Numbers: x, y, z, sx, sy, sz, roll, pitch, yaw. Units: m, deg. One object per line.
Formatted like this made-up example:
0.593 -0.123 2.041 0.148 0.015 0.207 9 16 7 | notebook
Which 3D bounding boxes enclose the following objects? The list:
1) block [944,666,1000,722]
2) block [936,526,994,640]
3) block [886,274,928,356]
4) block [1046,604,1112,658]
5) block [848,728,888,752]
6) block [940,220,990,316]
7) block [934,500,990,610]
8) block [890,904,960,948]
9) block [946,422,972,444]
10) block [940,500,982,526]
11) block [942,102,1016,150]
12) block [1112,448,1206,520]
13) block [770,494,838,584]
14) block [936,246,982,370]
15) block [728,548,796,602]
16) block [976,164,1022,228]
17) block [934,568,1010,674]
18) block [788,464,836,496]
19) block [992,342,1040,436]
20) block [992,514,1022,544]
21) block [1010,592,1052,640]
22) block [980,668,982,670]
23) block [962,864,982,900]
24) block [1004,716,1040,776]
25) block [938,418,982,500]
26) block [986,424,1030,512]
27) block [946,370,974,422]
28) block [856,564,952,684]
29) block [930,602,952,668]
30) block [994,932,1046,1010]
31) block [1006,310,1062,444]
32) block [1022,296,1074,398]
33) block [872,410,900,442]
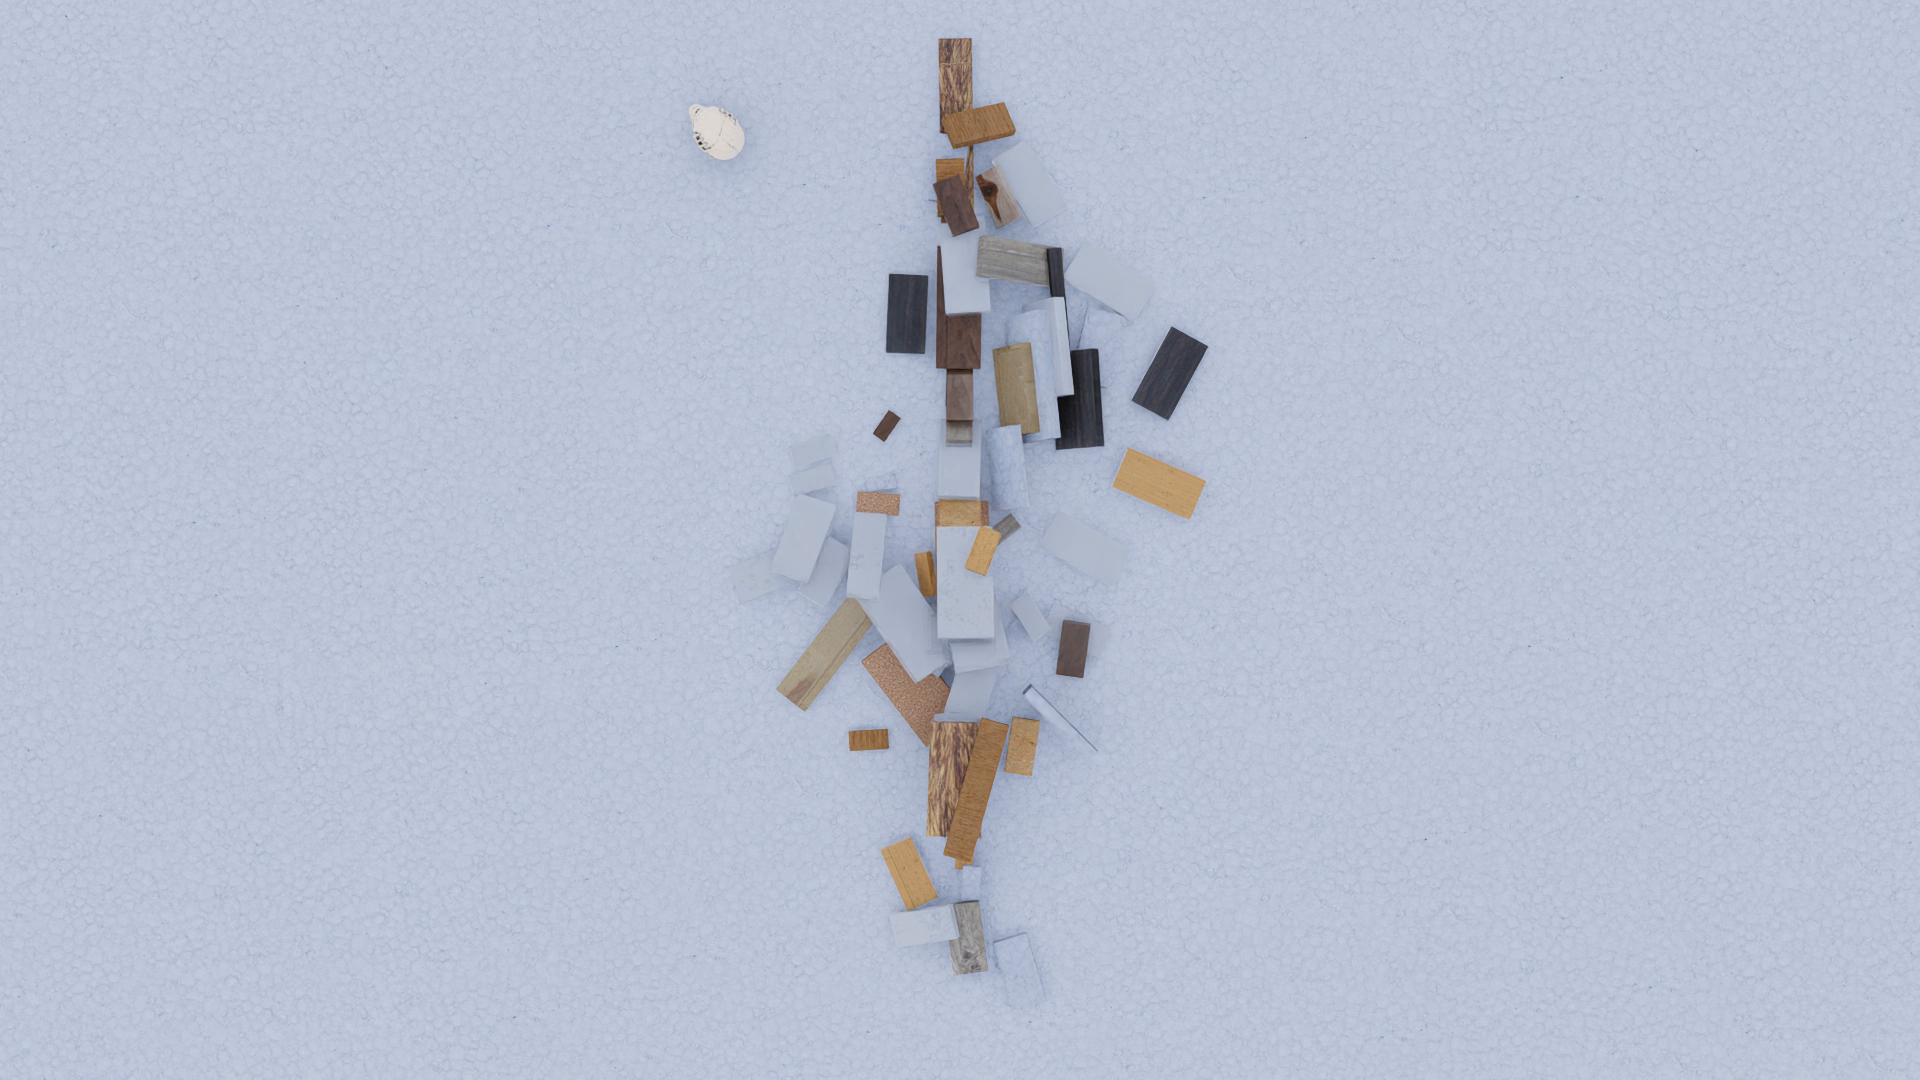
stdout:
0.032 0.511 5.422 0.130 0.037 0.259 18 86 0 | block
0.017 0.138 5.308 0.180 0.051 0.359 -1 81 0 | block
-0.176 -0.749 5.482 0.131 0.037 0.261 3 90 0 | block
0.387 0.301 5.485 0.211 0.030 0.105 24 90 0 | block
-0.304 0.666 5.491 0.130 0.018 0.065 -3 90 0 | block
0.016 -0.891 5.405 0.148 0.042 0.295 -4 89 0 | block
0.010 0.049 5.412 0.180 0.051 0.359 -2 69 0 | block
-0.118 1.273 5.446 0.219 0.031 0.109 -13 88 20 | block
-0.003 -0.403 5.451 0.087 0.025 0.175 0 65 -1 | block
0.000 -0.091 5.418 0.135 0.038 0.271 -2 69 0 | block
0.062 -1.367 5.440 0.221 0.031 0.110 -17 76 -17 | block
0.659 -0.186 5.480 0.280 0.040 0.140 23 90 0 | block
-0.512 -0.004 5.444 0.136 0.039 0.273 18 79 10 | block
-0.003 -0.765 5.444 0.148 0.042 0.405 1 89 0 | block
-0.631 0.105 5.483 0.245 0.035 0.122 -22 90 0 | block
0.129 -1.138 5.465 0.093 0.026 0.185 -22 90 29 | block
0.038 0.247 5.388 0.180 0.051 0.359 -10 63 -4 | block
-0.492 -0.200 5.490 0.142 0.020 0.071 -16 90 0 | block
0.185 -0.492 5.429 0.042 0.148 0.295 -6 90 -38 | block
0.141 -0.030 5.492 0.116 0.016 0.058 -39 90 0 | block
0.235 0.255 5.467 0.073 0.021 0.146 -34 81 3 | block
0.068 0.320 5.426 0.099 0.028 0.197 -23 65 -10 | block
0.037 1.131 5.449 0.059 0.017 0.117 3 100 0 | block
0.207 0.686 5.487 0.092 0.026 0.185 9 90 0 | block
0.000 -0.265 5.437 0.135 0.038 0.271 2 71 0 | block
0.156 -0.237 5.435 0.038 0.135 0.271 -6 90 -39 | block
0.000 -0.475 5.426 0.087 0.025 0.175 0 75 0 | block
-0.171 0.274 5.403 0.178 0.050 0.356 -33 83 -17 | block
-0.066 0.315 5.468 0.099 0.028 0.197 -38 90 0 | block
0.198 1.432 5.484 0.115 0.033 0.230 -17 90 0 | block
0.240 -0.535 5.423 0.045 0.160 0.420 -6 90 -38 | block
0.289 -0.626 5.423 0.045 0.160 0.320 -6 90 -38 | block
-0.244 -0.379 5.493 0.049 0.014 0.097 35 90 0 | block
